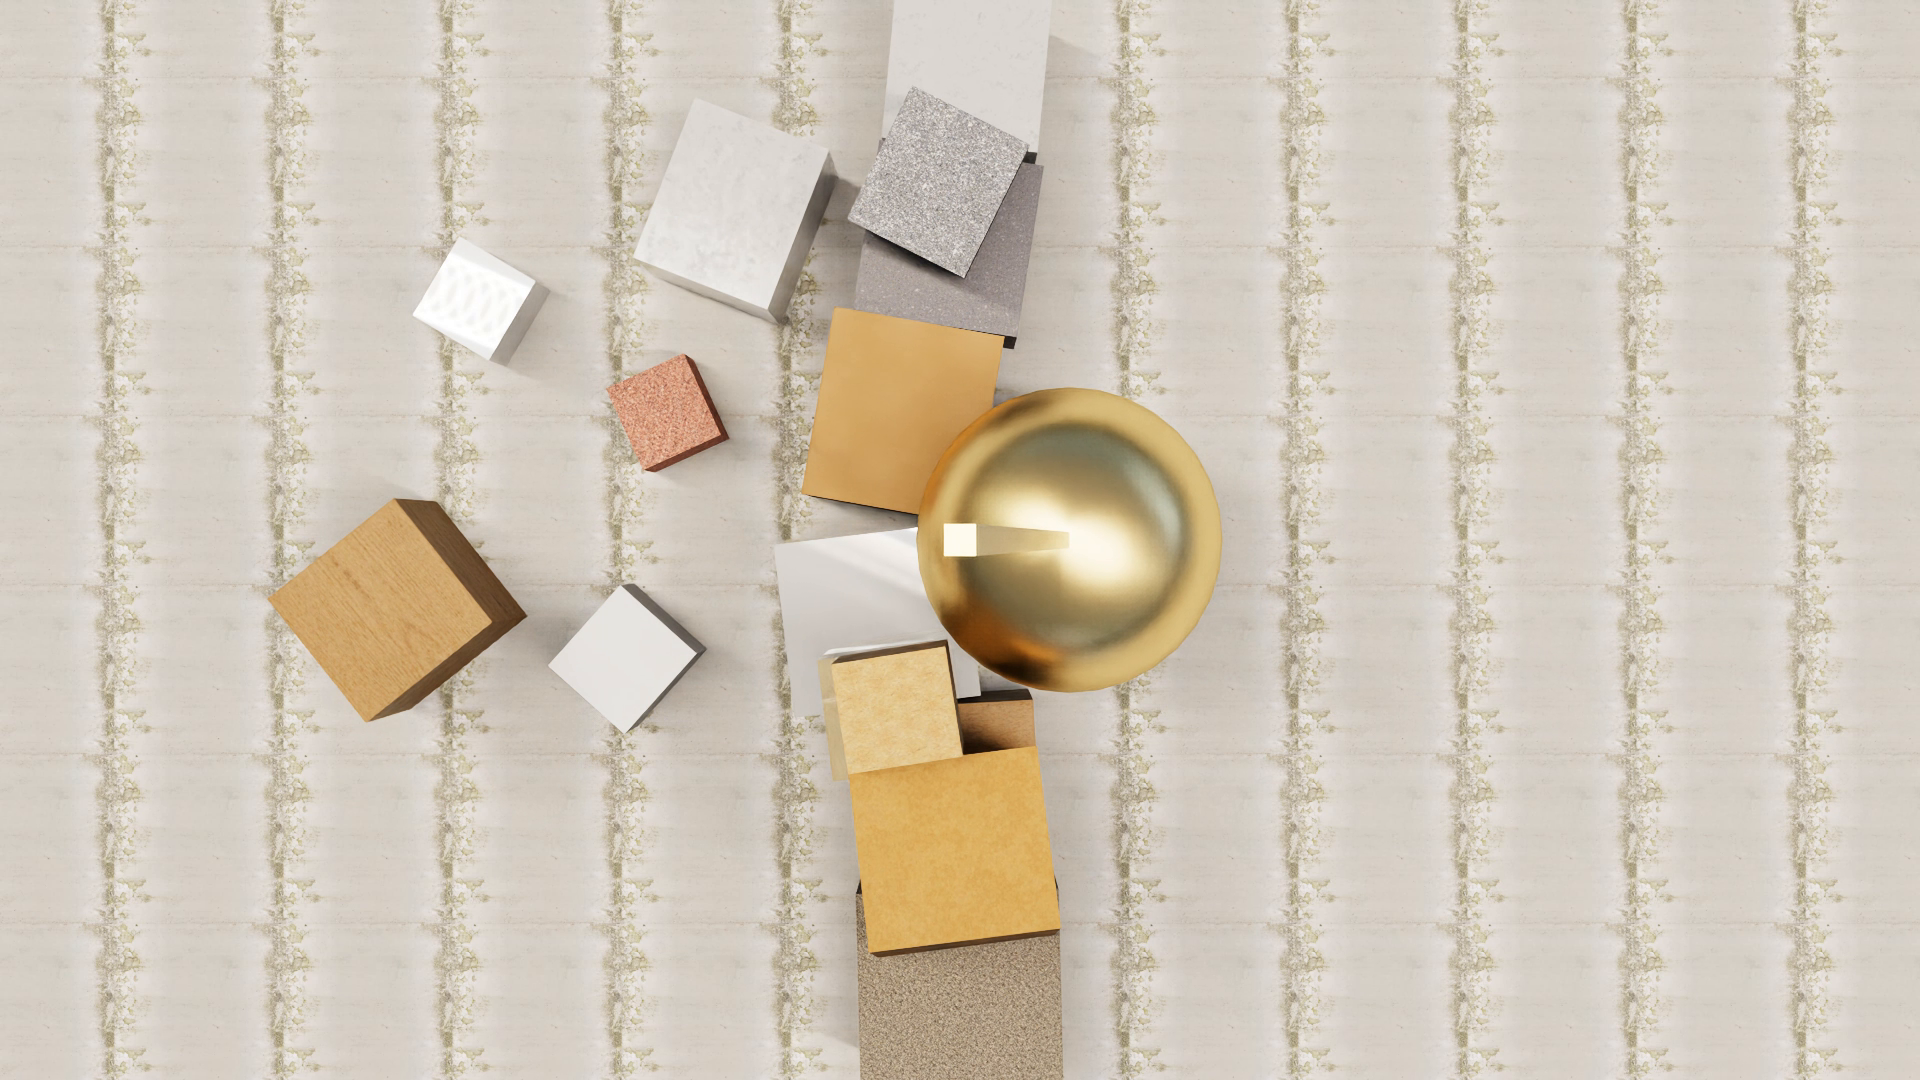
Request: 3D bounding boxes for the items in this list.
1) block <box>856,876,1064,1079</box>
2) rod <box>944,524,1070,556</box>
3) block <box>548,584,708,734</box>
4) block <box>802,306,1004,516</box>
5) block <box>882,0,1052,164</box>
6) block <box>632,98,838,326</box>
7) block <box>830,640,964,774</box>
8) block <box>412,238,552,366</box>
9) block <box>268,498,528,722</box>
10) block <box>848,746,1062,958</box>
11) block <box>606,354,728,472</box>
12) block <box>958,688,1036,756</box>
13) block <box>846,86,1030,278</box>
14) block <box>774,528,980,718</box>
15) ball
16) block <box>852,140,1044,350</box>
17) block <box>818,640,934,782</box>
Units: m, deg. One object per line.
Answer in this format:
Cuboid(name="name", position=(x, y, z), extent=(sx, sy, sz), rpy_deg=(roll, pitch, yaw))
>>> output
Cuboid(name="block", position=(-0.001, 2.465, 12.481), extent=(1.105, 1.038, 1.105), rpy_deg=(-1, 90, 0))
Cuboid(name="rod", position=(0.246, 0.000, 8.107), extent=(0.080, 5.200, 0.080), rpy_deg=(0, 90, 5))
Cuboid(name="block", position=(-1.914, 0.678, 12.731), extent=(0.582, 0.538, 0.613), rpy_deg=(42, 90, 0))
Cuboid(name="block", position=(-0.315, -0.688, 12.554), extent=(0.953, 0.892, 1.047), rpy_deg=(10, 90, 0))
Cuboid(name="block", position=(0.039, -2.612, 12.564), extent=(0.864, 0.872, 0.871), rpy_deg=(5, 90, 0))
Cuboid(name="block", position=(-1.259, -1.850, 12.545), extent=(0.792, 0.911, 0.944), rpy_deg=(21, 90, 0))
Cuboid(name="block", position=(-0.309, 0.839, 11.193), extent=(0.572, 0.656, 0.550), rpy_deg=(-9, 91, 1))
Cuboid(name="block", position=(-2.766, -1.376, 12.758), extent=(0.502, 0.484, 0.524), rpy_deg=(31, 90, 0))
Cuboid(name="block", position=(-3.170, 0.385, 12.508), extent=(0.884, 0.985, 0.866), rpy_deg=(-39, 90, 0))
Cuboid(name="block", position=(-0.027, 1.649, 11.499), extent=(0.961, 1.016, 0.915), rpy_deg=(-7, 78, -1))
Cuboid(name="block", position=(-1.689, -0.731, 12.757), extent=(0.486, 0.486, 0.511), rpy_deg=(-24, 90, 0))
Cuboid(name="block", position=(-0.067, 1.403, 12.557), extent=(1.000, 0.886, 0.989), rpy_deg=(-3, 90, 0))
Cuboid(name="block", position=(-0.111, -1.911, 11.824), extent=(0.688, 0.668, 0.771), rpy_deg=(26, 96, -2))
Cuboid(name="block", position=(-0.454, 0.440, 12.536), extent=(1.031, 0.928, 0.956), rpy_deg=(-7, 90, 0))
Cuboid(name="ball", position=(0.568, 0.000, 11.492), extent=(1.600, 1.600, 1.600), rpy_deg=(0, 90, 0))
Cuboid(name="block", position=(-0.066, -1.674, 12.606), extent=(0.927, 0.788, 0.964), rpy_deg=(9, 90, 0))
Cuboid(name="block", position=(-0.407, 0.909, 11.797), extent=(0.606, 0.549, 0.642), rpy_deg=(-7, 90, 0))
